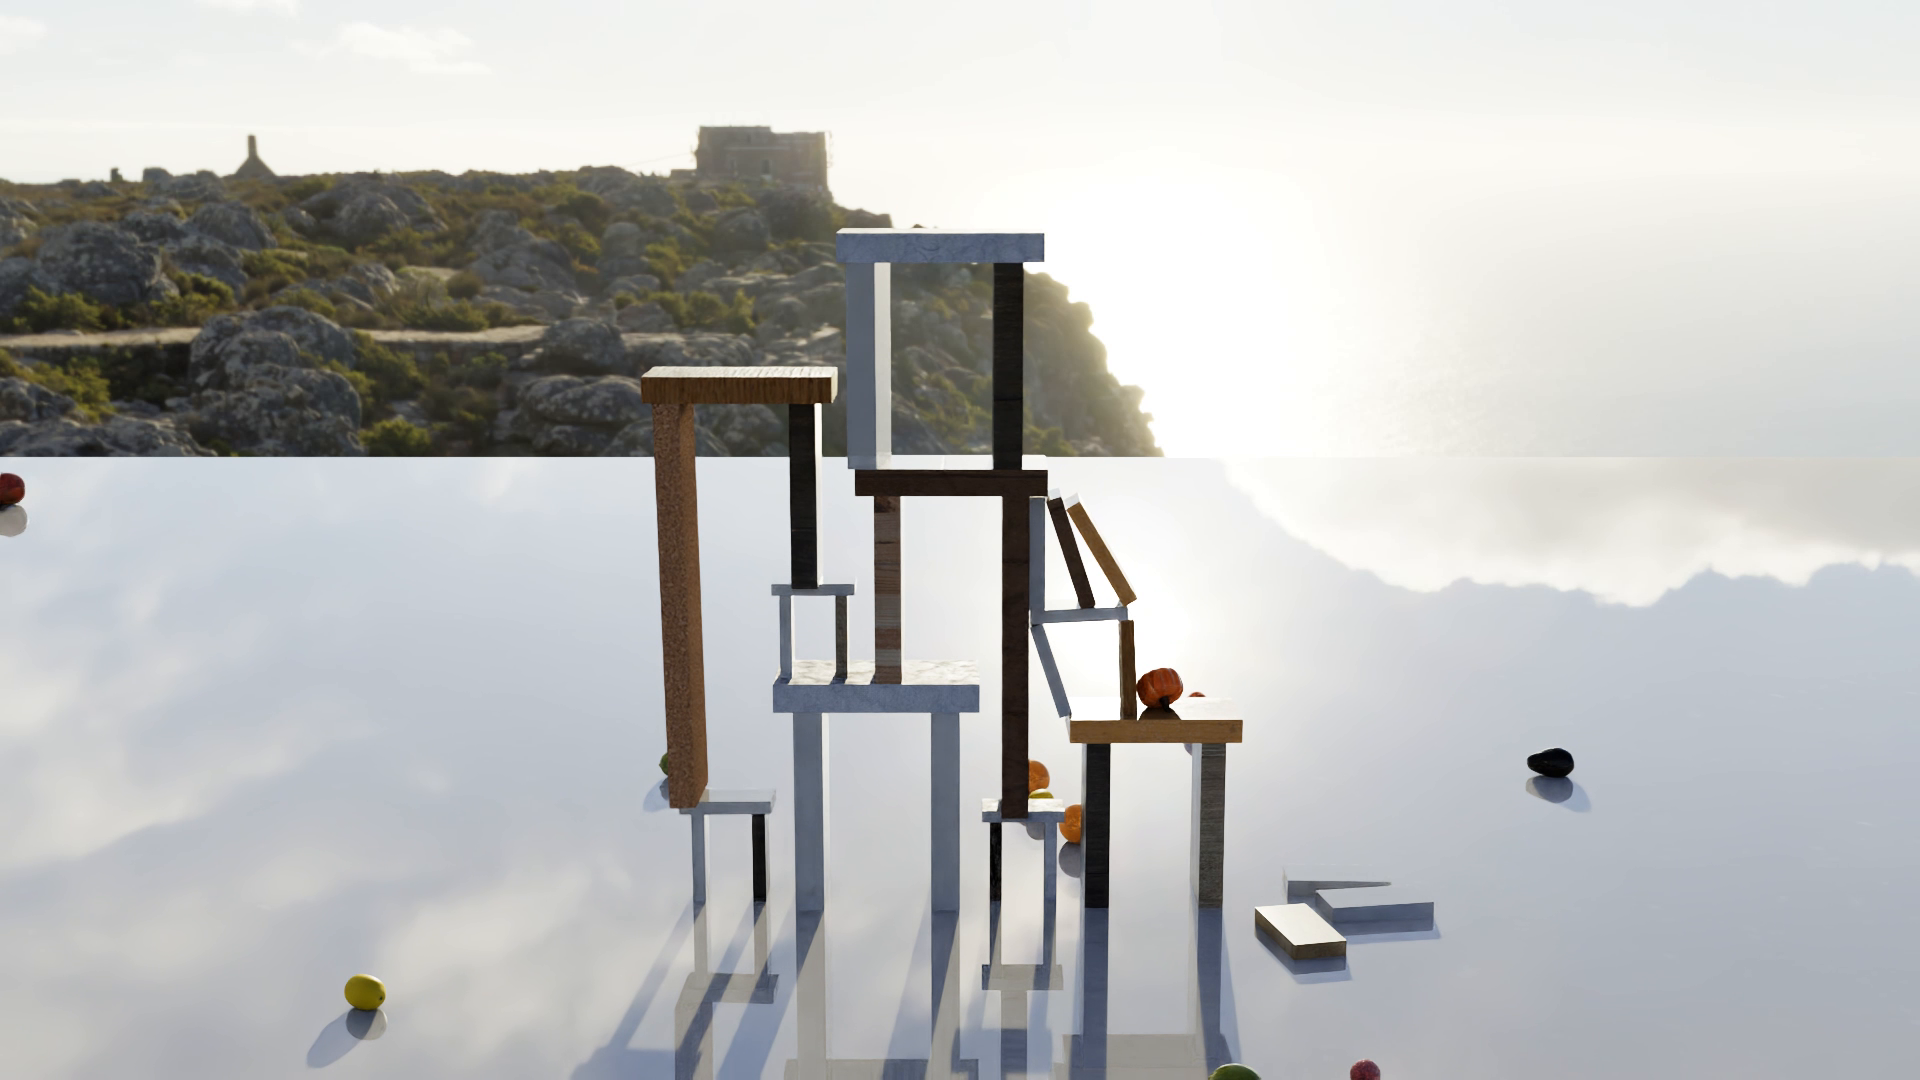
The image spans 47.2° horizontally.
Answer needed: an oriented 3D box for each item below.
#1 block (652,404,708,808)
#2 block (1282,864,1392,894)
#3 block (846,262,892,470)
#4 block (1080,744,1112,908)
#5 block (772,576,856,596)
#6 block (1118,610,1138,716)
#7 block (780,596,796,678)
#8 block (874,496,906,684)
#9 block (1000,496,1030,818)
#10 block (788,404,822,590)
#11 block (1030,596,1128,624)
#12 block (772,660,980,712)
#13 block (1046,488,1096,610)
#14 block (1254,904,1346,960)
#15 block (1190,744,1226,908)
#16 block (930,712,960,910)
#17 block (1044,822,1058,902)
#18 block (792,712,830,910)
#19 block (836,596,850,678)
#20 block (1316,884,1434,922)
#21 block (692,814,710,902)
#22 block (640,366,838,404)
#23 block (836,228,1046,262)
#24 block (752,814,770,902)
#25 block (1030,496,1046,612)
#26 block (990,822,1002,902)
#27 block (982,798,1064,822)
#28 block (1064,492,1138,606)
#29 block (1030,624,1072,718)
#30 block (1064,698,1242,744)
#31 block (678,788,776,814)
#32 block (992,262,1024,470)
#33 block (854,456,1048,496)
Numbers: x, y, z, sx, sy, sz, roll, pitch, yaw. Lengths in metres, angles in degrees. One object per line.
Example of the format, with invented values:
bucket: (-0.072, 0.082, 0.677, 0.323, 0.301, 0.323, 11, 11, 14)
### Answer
block: (-0.453, 0.097, 3.575, 0.042, 0.659, 0.149, -1, 11, 2)
block: (0.633, 0.572, 3.701, 0.171, 0.024, 0.085, 0, 11, 2)
block: (-0.145, -0.284, 3.507, 0.046, 0.323, 0.162, 1, 11, 6)
block: (0.224, 0.453, 3.644, 0.040, 0.279, 0.140, 0, 11, 0)
block: (-0.237, 0.074, 3.577, 0.135, 0.019, 0.067, 0, 11, 0)
block: (0.273, 0.199, 3.594, 0.022, 0.158, 0.079, -3, 11, 0)
block: (-0.282, 0.151, 3.586, 0.019, 0.135, 0.068, 0, 11, 0)
block: (-0.114, 0.067, 3.573, 0.043, 0.305, 0.153, 0, 11, 1)
block: (0.089, 0.177, 3.591, 0.043, 0.529, 0.153, 0, 11, 0)
block: (-0.248, -0.082, 3.549, 0.042, 0.298, 0.149, 0, 11, 0)
block: (0.192, 0.114, 3.576, 0.158, 0.022, 0.079, -3, 11, 1)
block: (-0.134, 0.239, 3.609, 0.332, 0.047, 0.166, 0, 11, 0)
block: (0.178, 0.013, 3.554, 0.026, 0.185, 0.093, -18, 10, 3)
block: (0.535, 0.616, 3.464, 0.086, 0.024, 0.171, -2, 11, -13)
block: (0.410, 0.453, 3.644, 0.040, 0.279, 0.140, 0, 11, 0)
block: (-0.024, 0.426, 3.644, 0.047, 0.332, 0.166, 0, 11, 0)
block: (0.150, 0.524, 3.654, 0.019, 0.136, 0.068, 0, 11, 0)
block: (-0.245, 0.426, 3.644, 0.047, 0.332, 0.166, 0, 11, 0)
block: (-0.192, 0.151, 3.586, 0.019, 0.135, 0.067, 0, 11, 0)
block: (0.676, 0.593, 3.588, 0.171, 0.024, 0.085, -2, 11, -10)
block: (-0.431, 0.516, 3.654, 0.021, 0.151, 0.076, 0, 11, -2)
block: (-0.349, -0.247, 3.510, 0.298, 0.042, 0.149, 0, 11, 0)
block: (-0.029, -0.465, 3.473, 0.323, 0.046, 0.162, 0, 11, 0)
block: (-0.331, 0.516, 3.655, 0.021, 0.151, 0.076, 0, 11, 0)
block: (0.123, 0.014, 3.558, 0.026, 0.185, 0.093, 0, 11, 0)
block: (0.059, 0.524, 3.654, 0.019, 0.136, 0.068, 0, 11, 0)
block: (0.104, 0.448, 3.638, 0.136, 0.019, 0.068, 0, 11, 0)
block: (0.228, 0.015, 3.557, 0.026, 0.185, 0.093, -30, 9, 6)
block: (0.147, 0.205, 3.594, 0.022, 0.158, 0.079, -18, 10, 2)
block: (0.316, 0.296, 3.615, 0.279, 0.040, 0.140, 0, 11, -1)
block: (-0.383, 0.431, 3.631, 0.151, 0.021, 0.076, -1, 11, 2)
block: (0.075, -0.284, 3.506, 0.046, 0.323, 0.162, 0, 11, 0)
block: (-0.013, -0.104, 3.540, 0.305, 0.043, 0.153, 0, 11, 0)
